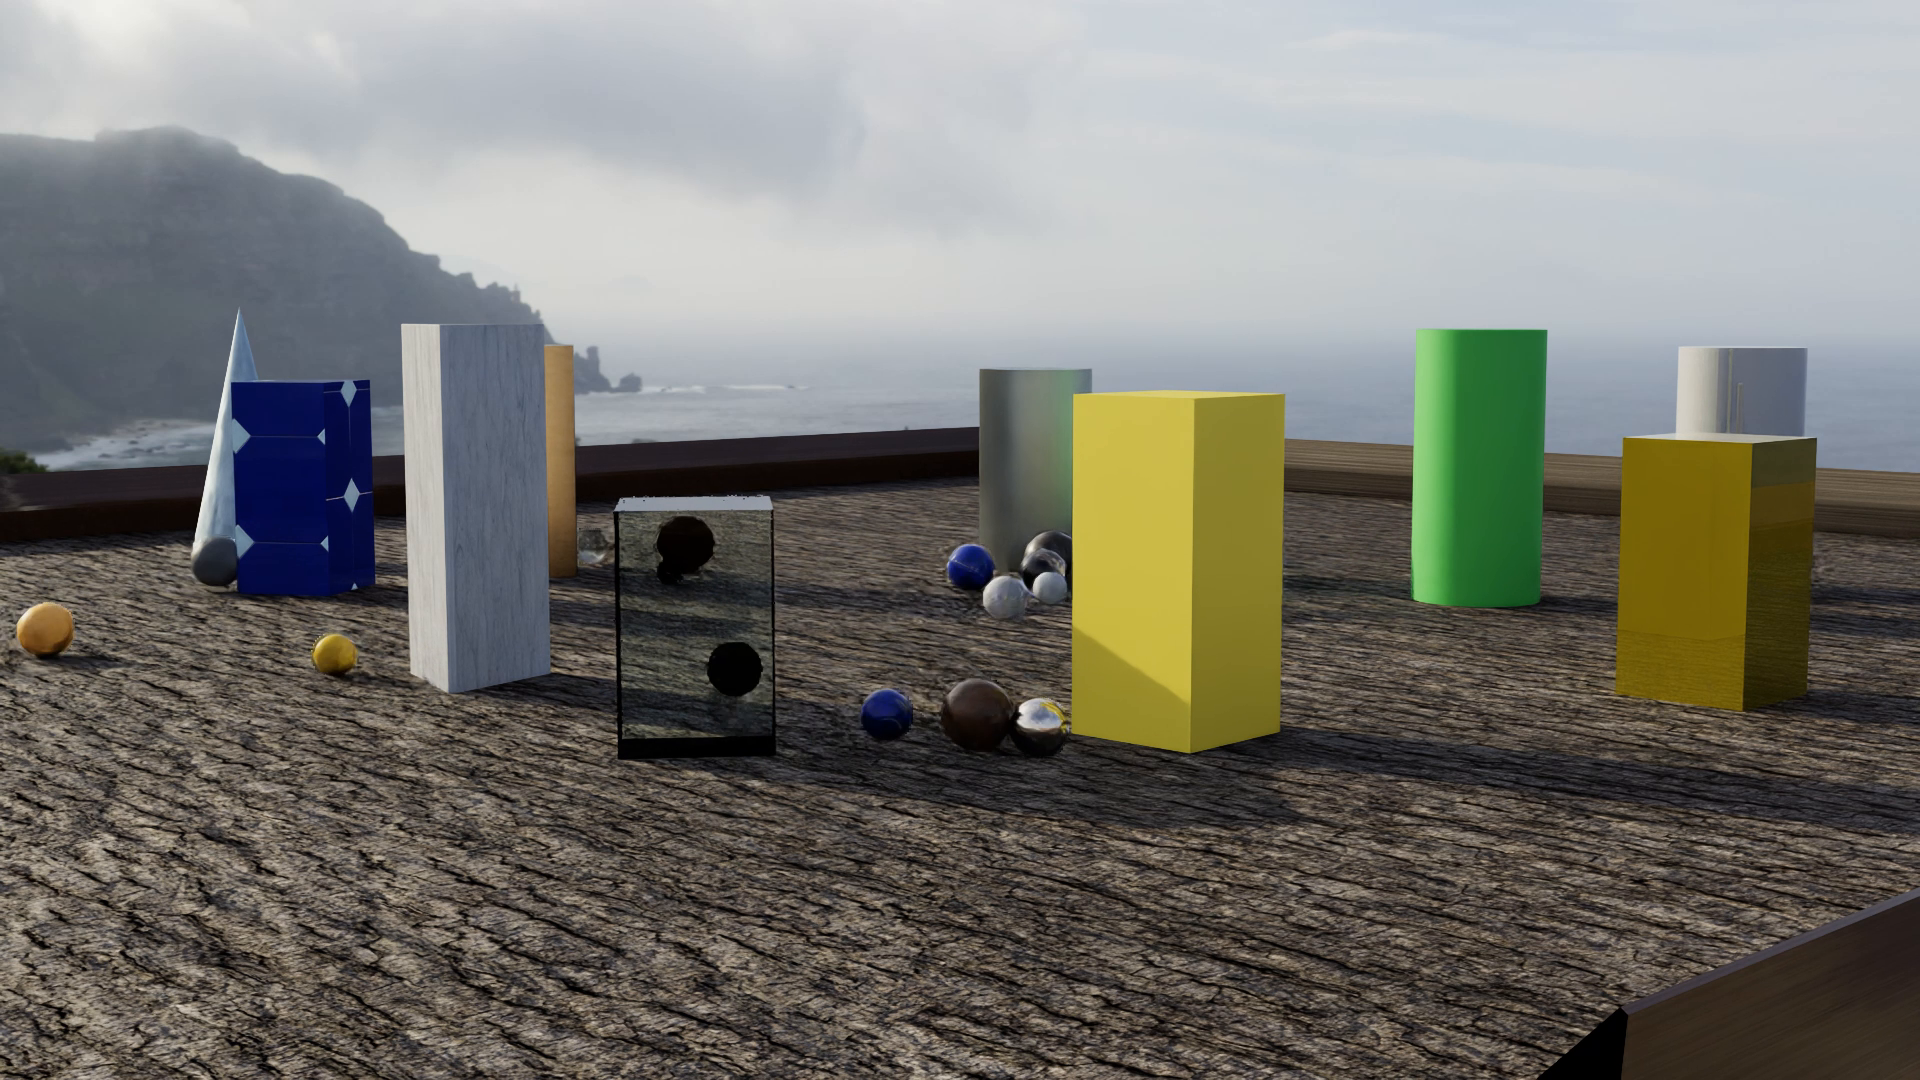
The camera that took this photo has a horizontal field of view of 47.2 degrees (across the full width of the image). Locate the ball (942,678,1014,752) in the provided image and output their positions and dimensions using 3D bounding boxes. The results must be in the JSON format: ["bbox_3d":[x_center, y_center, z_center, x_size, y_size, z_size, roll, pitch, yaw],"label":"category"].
[{"bbox_3d":[0.017,0.177,2.221,0.073,0.073,0.073,0,6,0],"label":"ball"}]

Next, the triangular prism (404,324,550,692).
[{"bbox_3d":[-0.611,-0.046,2.650,0.147,0.427,0.169,4,7,31],"label":"triangular prism"}]

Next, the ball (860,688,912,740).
[{"bbox_3d":[-0.077,0.181,2.281,0.053,0.053,0.053,0,6,0],"label":"ball"}]

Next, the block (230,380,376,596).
[{"bbox_3d":[-1.045,-0.087,3.507,0.156,0.332,0.156,1,6,11],"label":"block"}]

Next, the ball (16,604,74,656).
[{"bbox_3d":[-1.177,0.116,2.829,0.068,0.068,0.068,0,6,0],"label":"ball"}]

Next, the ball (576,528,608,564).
[{"bbox_3d":[-0.647,0.011,3.845,0.061,0.061,0.061,0,6,0],"label":"ball"}]

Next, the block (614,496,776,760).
[{"bbox_3d":[-0.271,0.086,2.258,0.156,0.248,0.156,-1,6,-6],"label":"block"}]

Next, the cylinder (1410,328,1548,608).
[{"bbox_3d":[0.796,-0.115,3.378,0.195,0.414,0.195,0,6,0],"label":"cylinder"}]

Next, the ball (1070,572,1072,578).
[{"bbox_3d":[0.202,0.056,3.475,0.053,0.053,0.053,0,6,0],"label":"ball"}]

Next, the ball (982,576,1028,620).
[{"bbox_3d":[0.065,0.084,3.156,0.064,0.064,0.064,0,6,0],"label":"ball"}]

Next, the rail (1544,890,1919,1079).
[{"bbox_3d":[1.289,0.179,1.943,4.035,0.127,0.045,-5,8,-42],"label":"rail"}]

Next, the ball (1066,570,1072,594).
[{"bbox_3d":[0.188,0.065,3.415,0.049,0.049,0.049,0,6,0],"label":"ball"}]

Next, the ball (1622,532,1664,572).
[{"bbox_3d":[1.164,0.020,3.750,0.068,0.068,0.068,0,6,0],"label":"ball"}]

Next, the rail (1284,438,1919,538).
[{"bbox_3d":[1.465,-0.108,4.677,0.045,0.127,3.849,-5,8,-42],"label":"rail"}]

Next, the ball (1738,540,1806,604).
[{"bbox_3d":[1.236,0.048,3.345,0.097,0.097,0.097,0,6,0],"label":"ball"}]

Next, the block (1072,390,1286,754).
[{"bbox_3d":[0.228,0.026,2.305,0.156,0.357,0.156,6,8,43],"label":"block"}]

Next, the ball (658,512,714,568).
[{"bbox_3d":[-0.473,0.001,3.796,0.096,0.096,0.096,0,6,0],"label":"ball"}]

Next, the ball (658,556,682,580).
[{"bbox_3d":[-0.478,0.047,3.623,0.041,0.041,0.041,0,6,0],"label":"ball"}]

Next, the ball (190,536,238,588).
[{"bbox_3d":[-1.175,0.034,3.477,0.081,0.081,0.081,0,6,0],"label":"ball"}]

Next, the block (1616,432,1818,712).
[{"bbox_3d":[0.873,0.031,2.540,0.156,0.299,0.156,-6,8,-44],"label":"block"}]

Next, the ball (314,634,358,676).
[{"bbox_3d":[-0.761,0.140,2.681,0.051,0.051,0.051,0,6,0],"label":"ball"}]

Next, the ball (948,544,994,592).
[{"bbox_3d":[0.017,0.044,3.490,0.075,0.075,0.075,0,6,0],"label":"ball"}]

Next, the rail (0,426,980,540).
[{"bbox_3d":[-1.289,-0.112,4.721,4.035,0.127,0.045,-5,8,-42],"label":"rail"}]

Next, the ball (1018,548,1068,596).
[{"bbox_3d":[0.129,0.052,3.403,0.077,0.077,0.077,0,6,0],"label":"ball"}]

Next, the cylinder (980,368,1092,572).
[{"bbox_3d":[0.131,-0.126,3.818,0.195,0.343,0.195,0,6,0],"label":"cylinder"}]

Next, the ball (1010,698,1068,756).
[{"bbox_3d":[0.079,0.187,2.198,0.058,0.058,0.058,0,6,0],"label":"ball"}]

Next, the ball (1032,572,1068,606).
[{"bbox_3d":[0.136,0.073,3.320,0.052,0.052,0.052,0,6,0],"label":"ball"}]

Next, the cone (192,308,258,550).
[{"bbox_3d":[-1.282,-0.192,3.935,0.195,0.451,0.195,0,6,0],"label":"cone"}]

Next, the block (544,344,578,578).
[{"bbox_3d":[-0.729,-0.136,3.713,0.156,0.385,0.156,-1,6,-9],"label":"block"}]

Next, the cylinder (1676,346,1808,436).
[{"bbox_3d":[1.249,-0.116,3.529,0.195,0.385,0.195,0,6,0],"label":"cylinder"}]

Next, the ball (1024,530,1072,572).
[{"bbox_3d":[0.148,0.032,3.519,0.093,0.093,0.093,0,6,0],"label":"ball"}]

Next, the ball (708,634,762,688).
[{"bbox_3d":[-0.244,0.131,2.374,0.058,0.058,0.058,0,6,0],"label":"ball"}]
